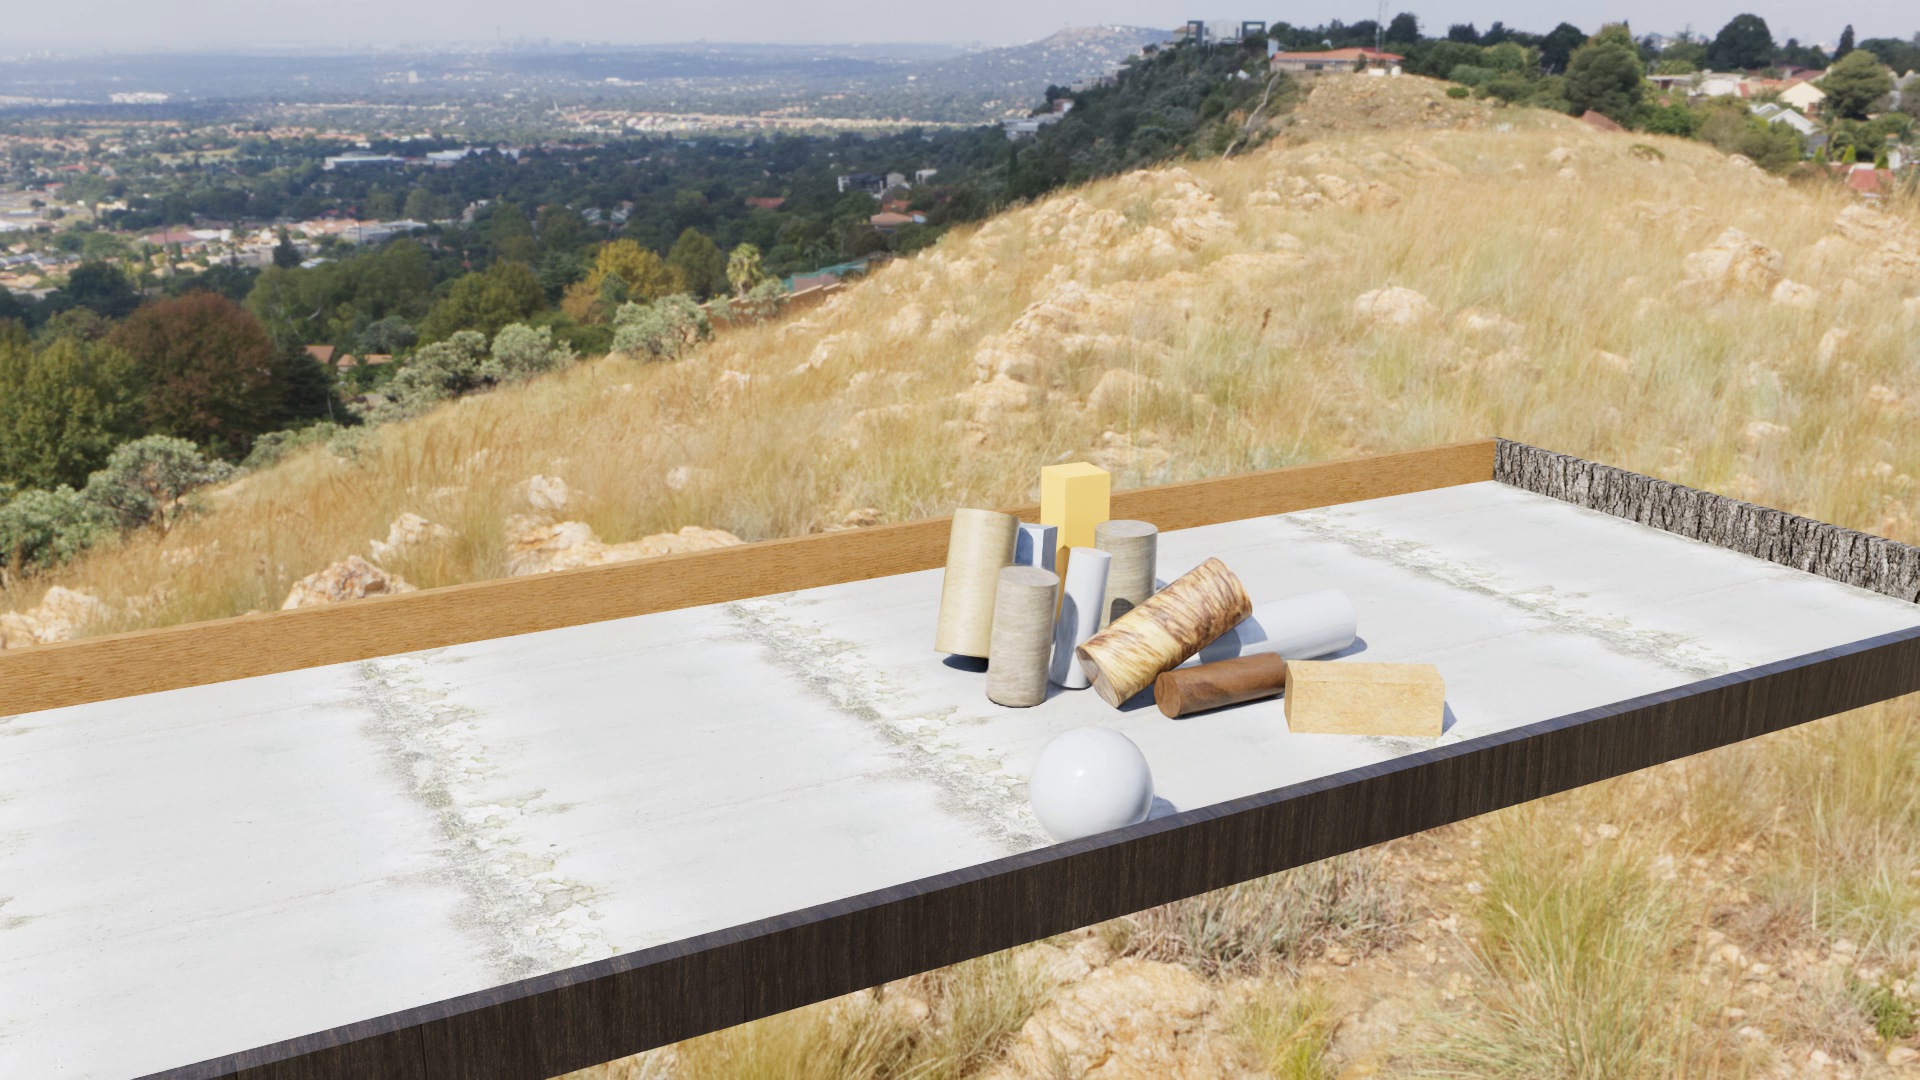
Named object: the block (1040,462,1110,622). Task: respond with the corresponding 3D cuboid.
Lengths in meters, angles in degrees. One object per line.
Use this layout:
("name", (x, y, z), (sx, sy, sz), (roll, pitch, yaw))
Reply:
("block", (0.317, 0.009, 4.581), (0.138, 0.419, 0.138), (-7, 18, -24))

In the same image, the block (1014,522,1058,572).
("block", (0.169, 0.114, 4.392), (0.130, 0.306, 0.130), (6, 7, 20))

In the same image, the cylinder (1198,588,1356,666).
("cylinder", (0.815, 0.240, 4.236), (0.401, 0.170, 0.170), (-11, 20, -32))

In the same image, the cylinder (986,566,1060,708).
("cylinder", (0.150, 0.232, 3.991), (0.147, 0.309, 0.147), (5, 18, -2))

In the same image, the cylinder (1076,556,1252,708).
("cylinder", (0.495, 0.222, 4.002), (0.405, 0.175, 0.175), (-33, 25, -12))

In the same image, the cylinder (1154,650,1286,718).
("cylinder", (0.629, 0.347, 3.979), (0.314, 0.110, 0.110), (-8, 18, -27))

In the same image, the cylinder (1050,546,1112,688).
("cylinder", (0.298, 0.192, 4.088), (0.102, 0.334, 0.102), (8, 11, -2))

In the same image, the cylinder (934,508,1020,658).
("cylinder", (0.045, 0.115, 4.241), (0.175, 0.369, 0.175), (8, -5, 1))

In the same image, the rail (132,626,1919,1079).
("rail", (-2.336, 1.006, 1.665), (12.000, 0.150, 0.050), (-9, 18, -27))

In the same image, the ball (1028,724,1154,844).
("ball", (0.258, 0.489, 3.254), (0.247, 0.247, 0.247), (0, 16, 0))

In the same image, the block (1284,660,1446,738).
("block", (0.943, 0.371, 3.862), (0.344, 0.131, 0.131), (1, 16, 4))

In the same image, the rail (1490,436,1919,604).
("rail", (2.466, -0.048, 5.253), (0.050, 0.150, 2.100), (-9, 18, -27))

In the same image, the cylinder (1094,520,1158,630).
("cylinder", (0.435, 0.124, 4.357), (0.165, 0.324, 0.165), (0, 16, 0))

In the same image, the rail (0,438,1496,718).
("rail", (-3.305, 0.497, 3.399), (12.000, 0.150, 0.050), (-9, 18, -27))
